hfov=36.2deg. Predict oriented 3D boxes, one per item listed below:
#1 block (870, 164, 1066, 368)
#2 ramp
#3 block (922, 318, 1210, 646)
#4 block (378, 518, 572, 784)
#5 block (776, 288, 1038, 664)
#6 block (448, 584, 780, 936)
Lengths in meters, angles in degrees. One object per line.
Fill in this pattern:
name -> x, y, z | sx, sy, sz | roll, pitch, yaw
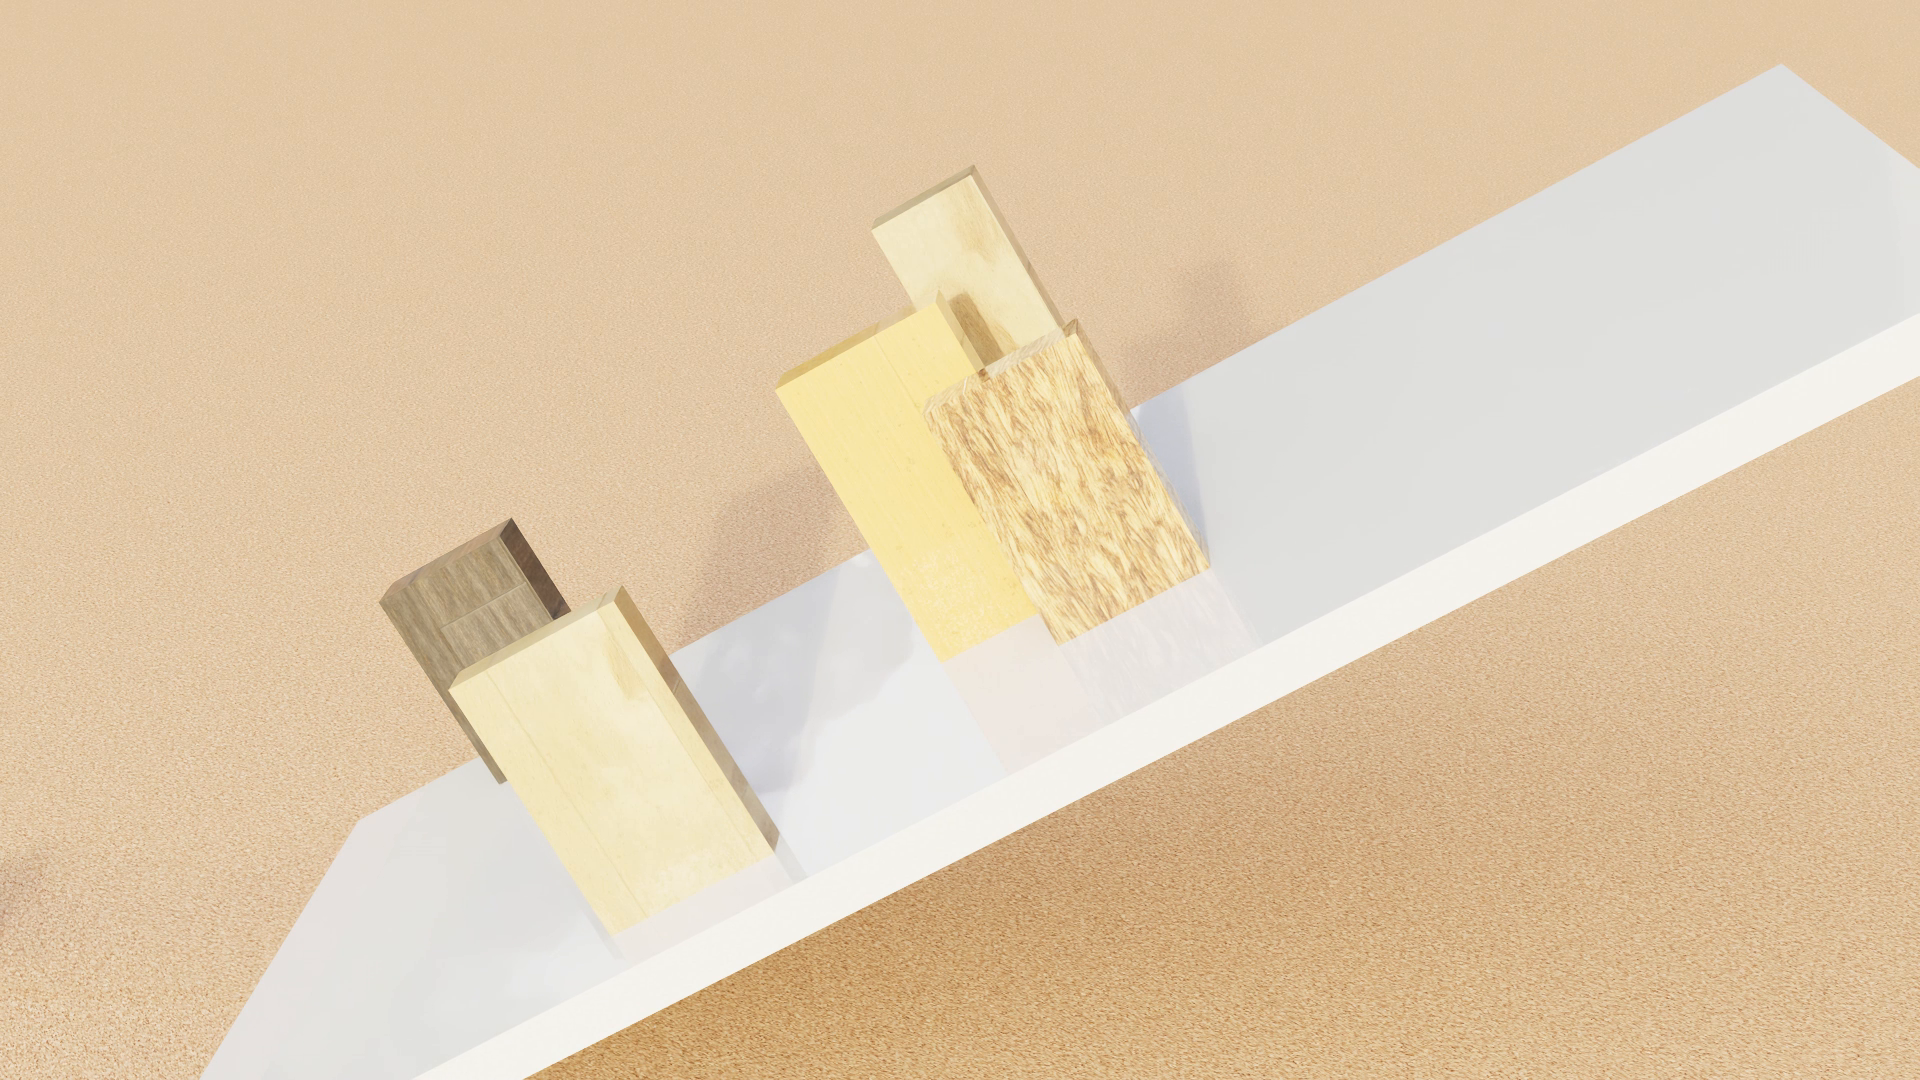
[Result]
block -> 0.117, -0.411, 6.466 | 0.249, 0.797, 0.121 | -28, 15, 12
ramp -> 0.142, 0.168, 6.284 | 4.000, 0.100, 2.000 | -28, 15, 12
block -> 0.211, -0.112, 5.785 | 0.342, 0.542, 0.122 | -28, 15, 12
block -> -1.105, 0.272, 7.149 | 0.347, 0.540, 0.145 | -28, 15, 12
block -> -0.042, -0.128, 6.078 | 0.377, 0.676, 0.119 | -28, 15, 12
block -> -0.658, 0.426, 5.640 | 0.371, 0.584, 0.098 | -28, 15, 12
